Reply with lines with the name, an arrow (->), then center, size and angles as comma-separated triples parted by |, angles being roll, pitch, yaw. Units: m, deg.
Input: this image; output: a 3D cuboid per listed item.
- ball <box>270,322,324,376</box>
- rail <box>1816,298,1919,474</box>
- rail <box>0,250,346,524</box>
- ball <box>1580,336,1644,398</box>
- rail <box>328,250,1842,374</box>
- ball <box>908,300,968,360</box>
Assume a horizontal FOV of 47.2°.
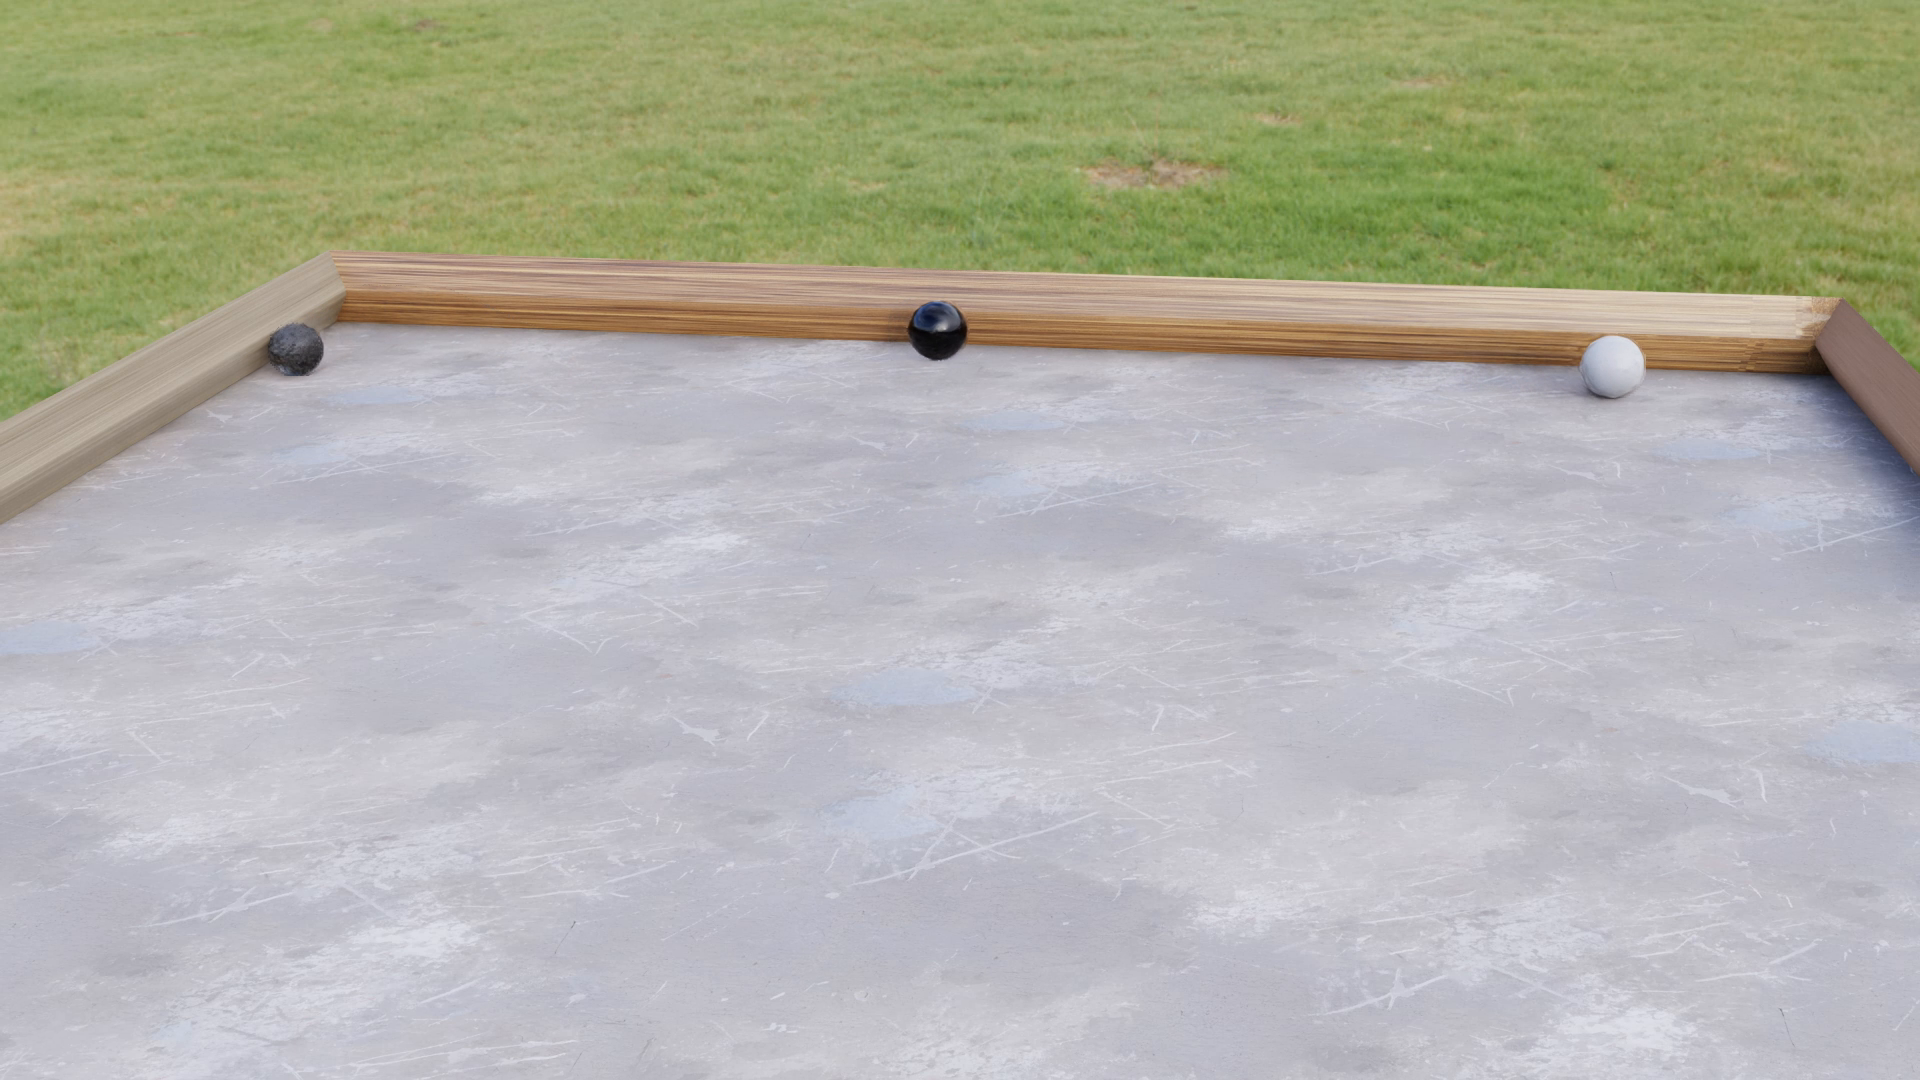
ball -> -1.064, -0.306, 3.528 | 0.084, 0.084, 0.084 | 0, 20, 0
rail -> 1.076, 0.414, 1.471 | 0.045, 0.126, 4.401 | 3, 20, 8
rail -> -1.382, 0.297, 1.796 | 0.045, 0.126, 4.401 | 3, 20, 8
ball -> 1.011, -0.269, 3.408 | 0.096, 0.096, 0.096 | 0, 20, 0
rail -> 0.150, -0.378, 3.661 | 2.530, 0.126, 0.045 | 3, 20, 8
ball -> -0.037, -0.345, 3.617 | 0.097, 0.097, 0.097 | 0, 20, 0
